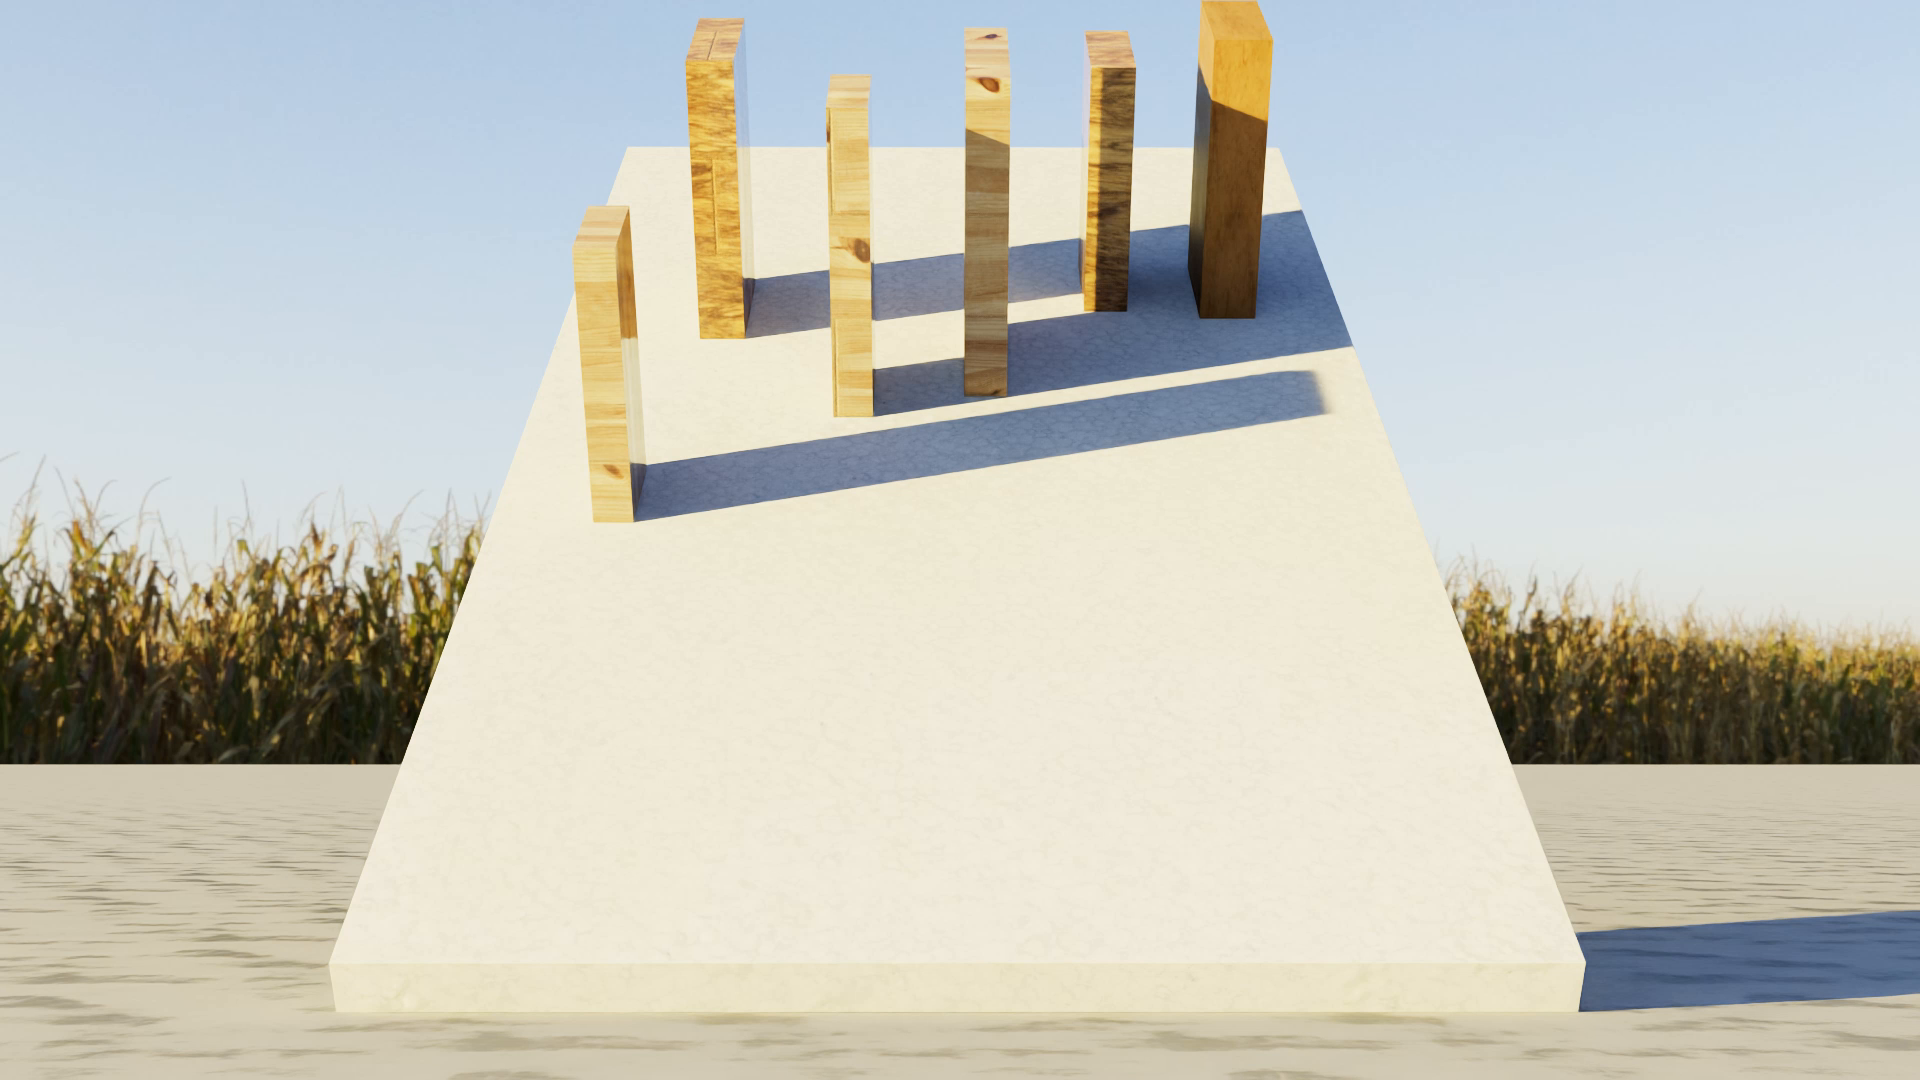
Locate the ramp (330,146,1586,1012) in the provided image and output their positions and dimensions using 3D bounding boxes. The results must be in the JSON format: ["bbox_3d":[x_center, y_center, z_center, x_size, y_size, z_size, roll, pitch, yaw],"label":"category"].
[{"bbox_3d":[-0.011,-0.222,5.586,2.000,0.100,4.000,0,28,0],"label":"ramp"}]

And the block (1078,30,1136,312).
[{"bbox_3d":[0.377,-0.952,6.164,0.111,0.647,0.320,0,28,0],"label":"block"}]

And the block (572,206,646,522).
[{"bbox_3d":[-0.744,-0.373,5.091,0.087,0.626,0.253,0,28,0],"label":"block"}]

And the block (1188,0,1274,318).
[{"bbox_3d":[0.688,-0.975,6.121,0.142,0.730,0.357,0,28,0],"label":"block"}]

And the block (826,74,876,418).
[{"bbox_3d":[-0.250,-0.677,5.534,0.093,0.751,0.247,0,28,0],"label":"block"}]

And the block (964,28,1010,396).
[{"bbox_3d":[0.061,-0.783,5.702,0.101,0.781,0.409,0,28,0],"label":"block"}]

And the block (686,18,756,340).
[{"bbox_3d":[-0.598,-0.909,6.003,0.114,0.716,0.369,0,28,0],"label":"block"}]
